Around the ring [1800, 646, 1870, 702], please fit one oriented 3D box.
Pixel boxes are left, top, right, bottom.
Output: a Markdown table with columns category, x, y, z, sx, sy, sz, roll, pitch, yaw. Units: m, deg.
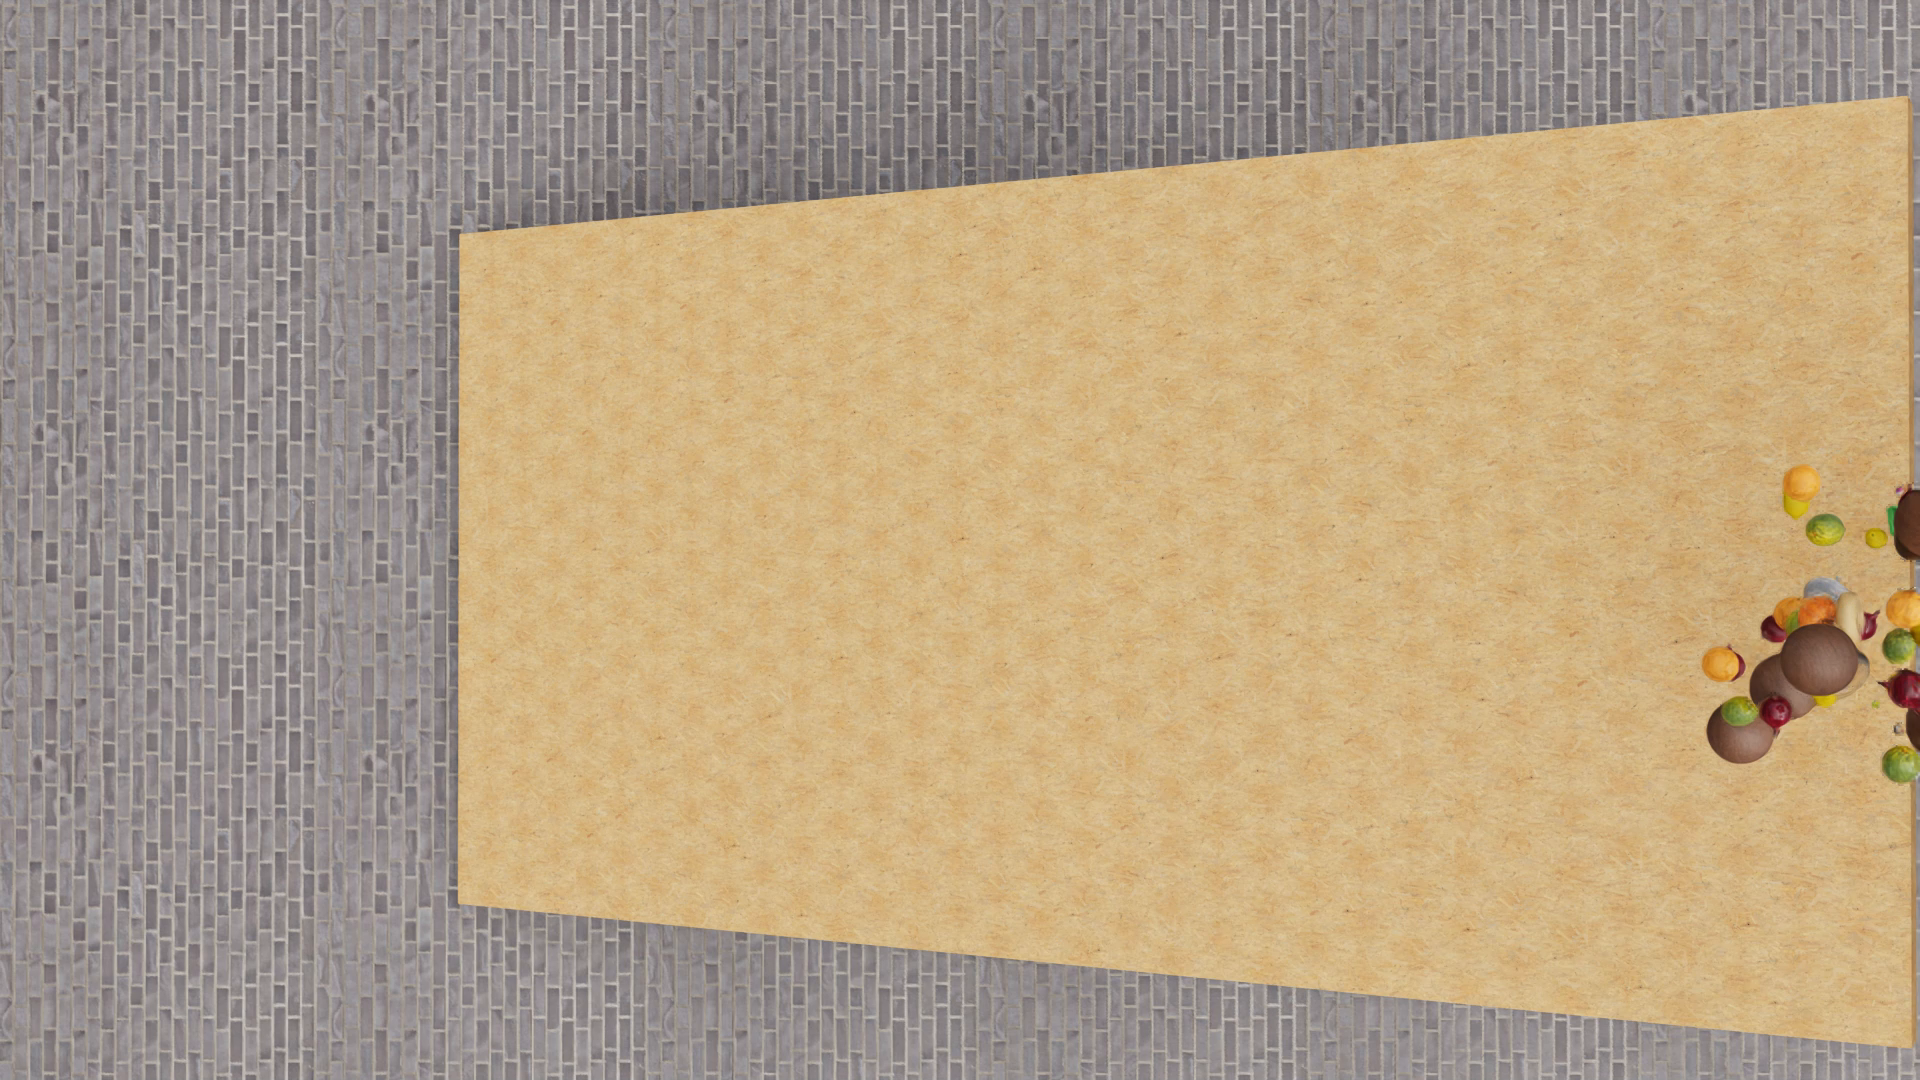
| category | x | y | z | sx | sy | sz | roll | pitch | yaw |
| --- | --- | --- | --- | --- | --- | --- | --- | --- | --- |
| ring | 1.827 | 0.280 | 4.591 | 0.145 | 0.048 | 0.145 | -5 | 134 | -5 |

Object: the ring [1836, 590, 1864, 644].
| category | x | y | z | sx | sy | sz | roll | pitch | yaw |
| --- | --- | --- | --- | --- | --- | --- | --- | --- | --- |
| ring | 1.720 | 0.150 | 4.246 | 0.034 | 0.103 | 0.103 | -4 | 89 | 36 |

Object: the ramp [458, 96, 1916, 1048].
| category | x | y | z | sx | sy | sz | roll | pitch | yaw |
| --- | --- | --- | --- | --- | --- | --- | --- | --- | --- |
| ramp | 0.273 | 0.076 | 5.636 | 4.000 | 0.100 | 2.000 | 0 | 89 | 29 |
